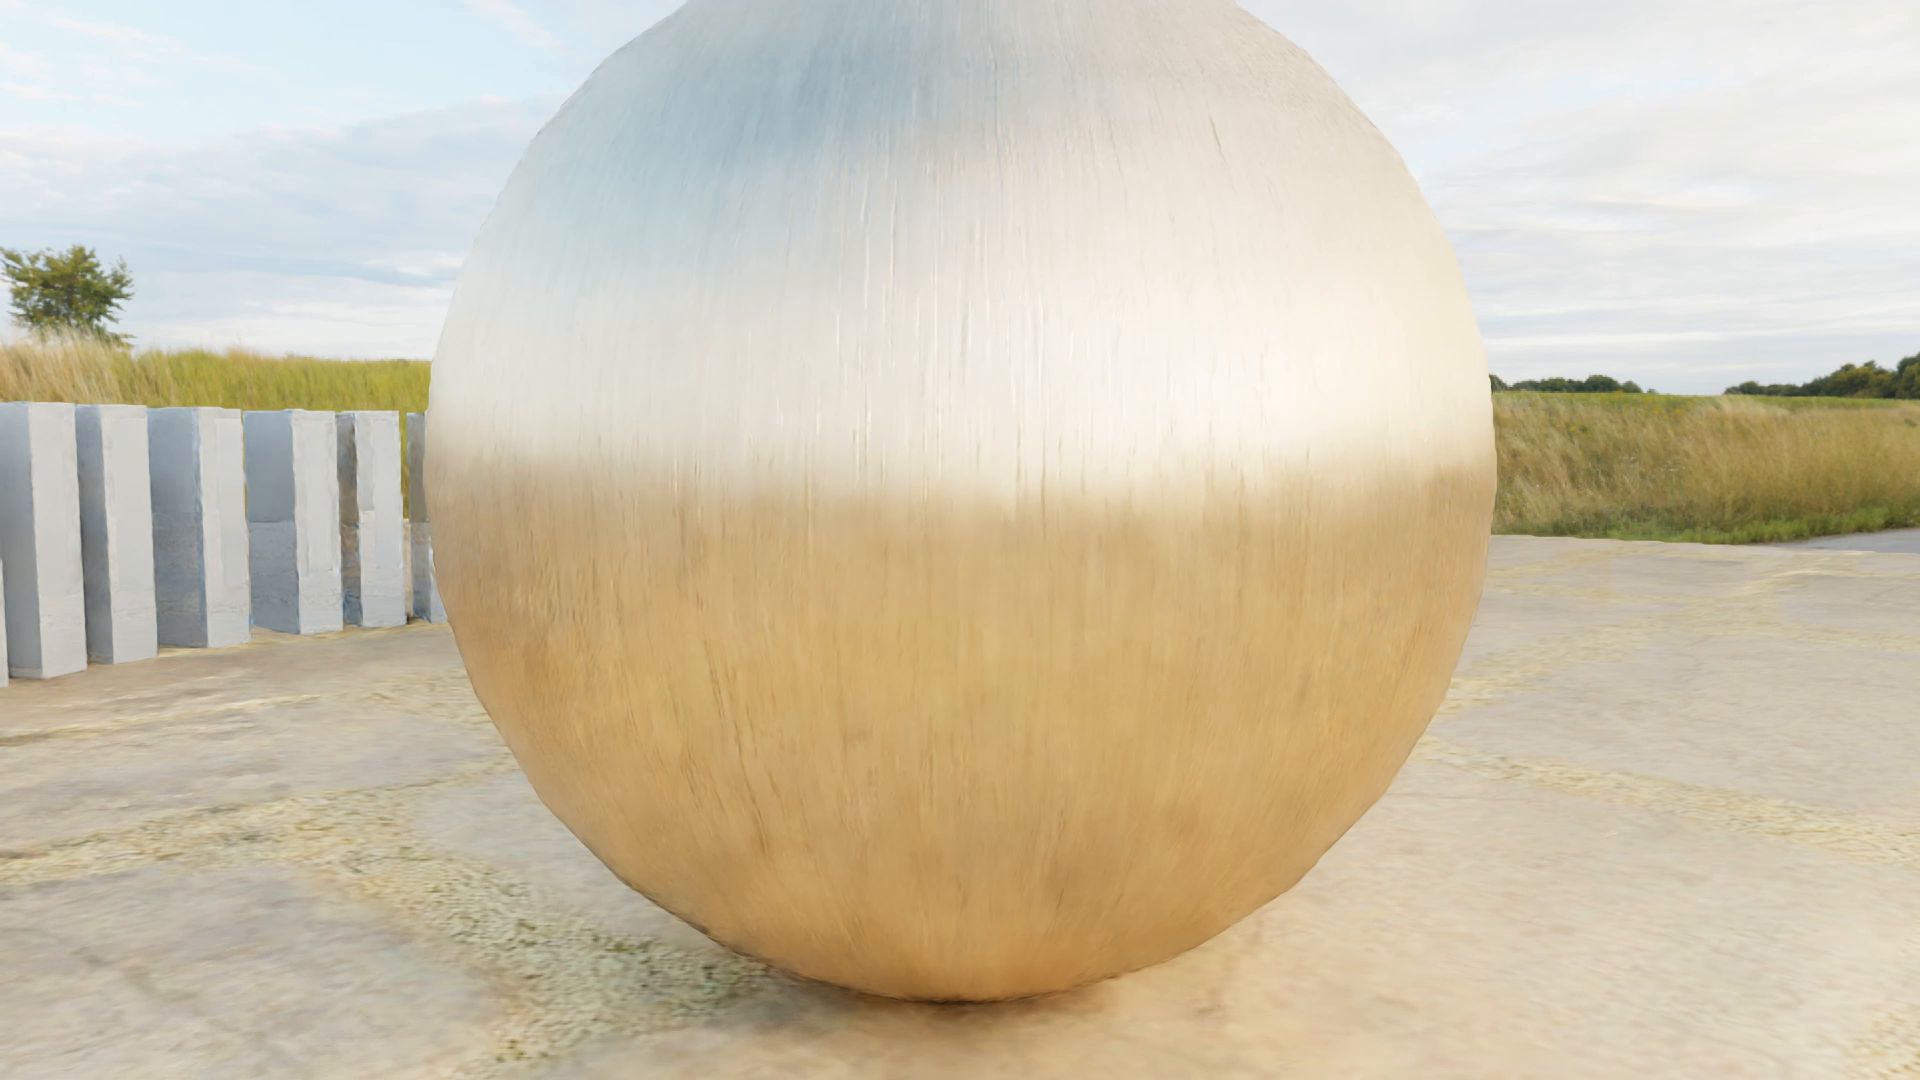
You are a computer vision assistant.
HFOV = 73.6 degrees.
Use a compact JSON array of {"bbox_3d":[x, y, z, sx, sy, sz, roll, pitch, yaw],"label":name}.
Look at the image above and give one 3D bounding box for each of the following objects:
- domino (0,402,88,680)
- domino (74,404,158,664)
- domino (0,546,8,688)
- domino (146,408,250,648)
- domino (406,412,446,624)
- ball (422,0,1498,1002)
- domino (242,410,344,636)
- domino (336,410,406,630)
[{"bbox_3d":[-0.178,0.000,0.237,0.025,0.050,0.010,1,4,10],"label":"domino"},{"bbox_3d":[-0.174,-0.001,0.254,0.025,0.050,0.009,1,4,17],"label":"domino"},{"bbox_3d":[-0.180,0.001,0.219,0.025,0.050,0.009,0,4,3],"label":"domino"},{"bbox_3d":[-0.165,-0.003,0.274,0.025,0.050,0.009,2,5,25],"label":"domino"},{"bbox_3d":[-0.128,-0.006,0.315,0.009,0.050,0.025,-3,5,-32],"label":"domino"},{"bbox_3d":[0.000,-0.005,0.103,0.080,0.080,0.080,0,4,0],"label":"ball"},{"bbox_3d":[-0.153,-0.005,0.294,0.025,0.050,0.009,3,6,39],"label":"domino"},{"bbox_3d":[-0.141,-0.005,0.306,0.009,0.050,0.025,-3,5,-38],"label":"domino"}]
